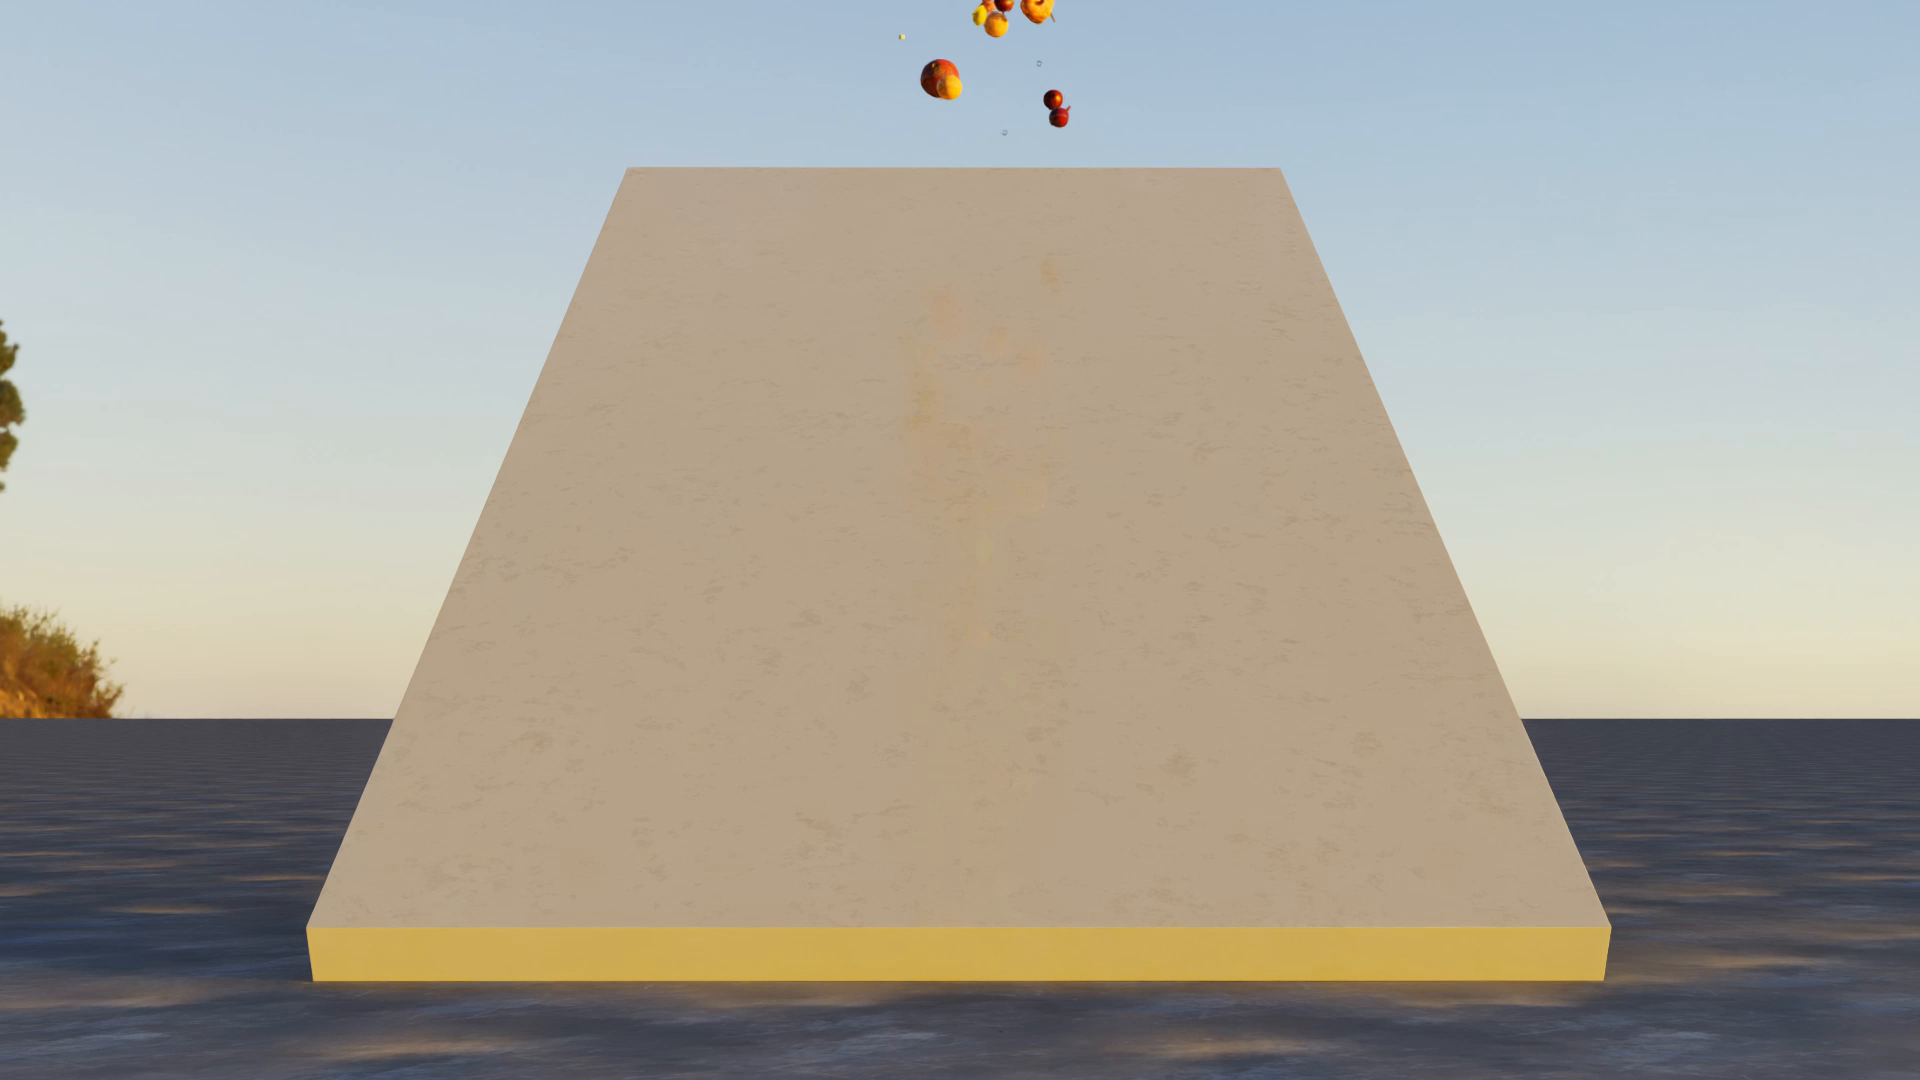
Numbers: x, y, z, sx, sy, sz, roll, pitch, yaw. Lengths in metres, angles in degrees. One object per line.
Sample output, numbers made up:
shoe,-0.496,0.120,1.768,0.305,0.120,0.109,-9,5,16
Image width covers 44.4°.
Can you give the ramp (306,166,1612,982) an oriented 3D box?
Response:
ramp,-0.009,-0.229,5.426,2.000,0.100,4.000,0,26,0
